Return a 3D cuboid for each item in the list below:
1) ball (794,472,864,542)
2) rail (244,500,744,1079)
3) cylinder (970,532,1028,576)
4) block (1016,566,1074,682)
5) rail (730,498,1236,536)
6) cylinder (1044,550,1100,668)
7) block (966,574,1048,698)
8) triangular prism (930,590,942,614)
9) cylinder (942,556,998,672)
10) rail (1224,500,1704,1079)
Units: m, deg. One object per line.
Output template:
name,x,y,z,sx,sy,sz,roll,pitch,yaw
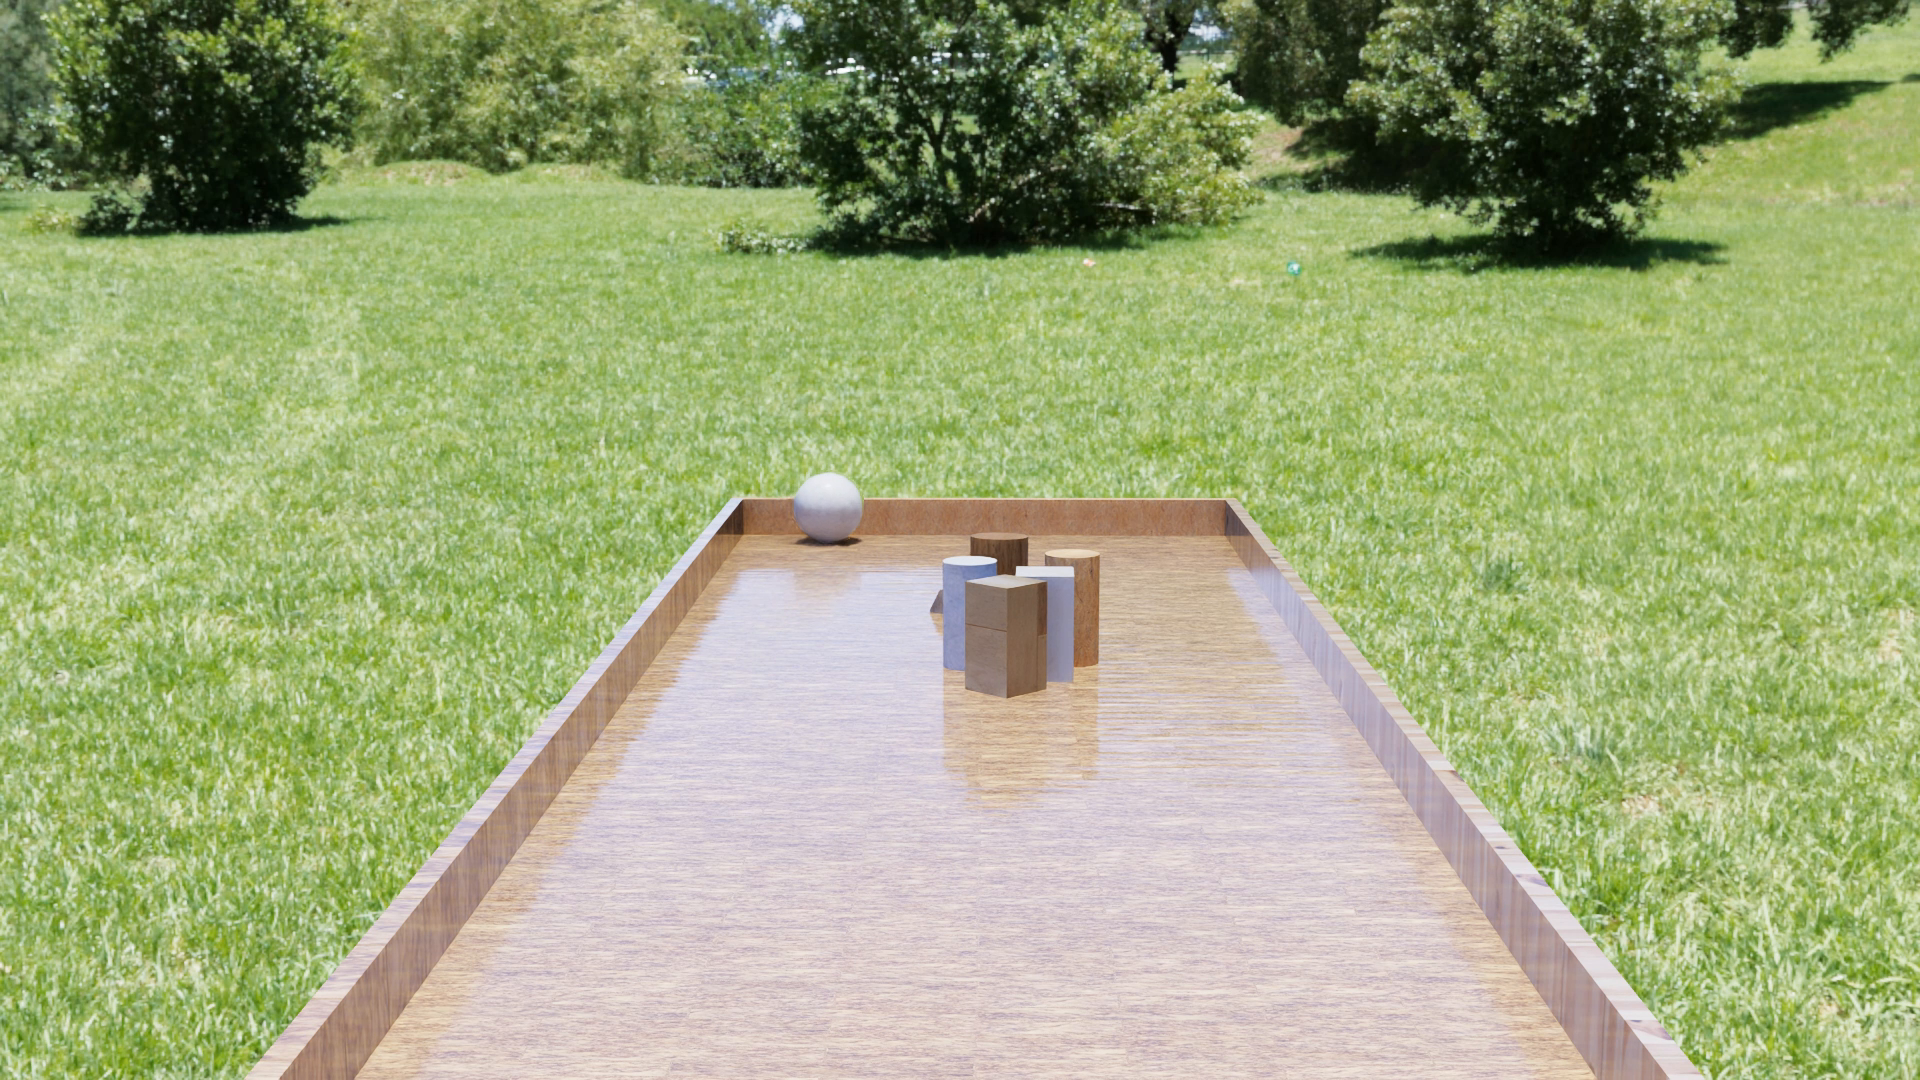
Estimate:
ball,-0.536,-0.133,8.942,0.283,0.283,0.283,0,9,0
rail,-1.004,0.839,3.234,0.050,0.150,12.000,0,9,1
cylinder,0.119,0.167,6.784,0.178,0.361,0.178,1,7,0
block,0.248,0.246,6.459,0.169,0.312,0.169,0,9,2
rail,0.099,-0.098,9.147,2.100,0.150,0.050,0,9,1
cylinder,0.339,0.205,6.652,0.165,0.333,0.165,0,9,0
block,0.131,0.273,6.283,0.165,0.315,0.165,9,13,44
triangular prism,0.058,0.180,7.599,0.094,0.082,0.424,6,11,35
cylinder,0.030,0.220,6.595,0.163,0.321,0.163,0,9,0
rail,1.046,0.843,3.208,0.050,0.150,12.000,0,9,1
